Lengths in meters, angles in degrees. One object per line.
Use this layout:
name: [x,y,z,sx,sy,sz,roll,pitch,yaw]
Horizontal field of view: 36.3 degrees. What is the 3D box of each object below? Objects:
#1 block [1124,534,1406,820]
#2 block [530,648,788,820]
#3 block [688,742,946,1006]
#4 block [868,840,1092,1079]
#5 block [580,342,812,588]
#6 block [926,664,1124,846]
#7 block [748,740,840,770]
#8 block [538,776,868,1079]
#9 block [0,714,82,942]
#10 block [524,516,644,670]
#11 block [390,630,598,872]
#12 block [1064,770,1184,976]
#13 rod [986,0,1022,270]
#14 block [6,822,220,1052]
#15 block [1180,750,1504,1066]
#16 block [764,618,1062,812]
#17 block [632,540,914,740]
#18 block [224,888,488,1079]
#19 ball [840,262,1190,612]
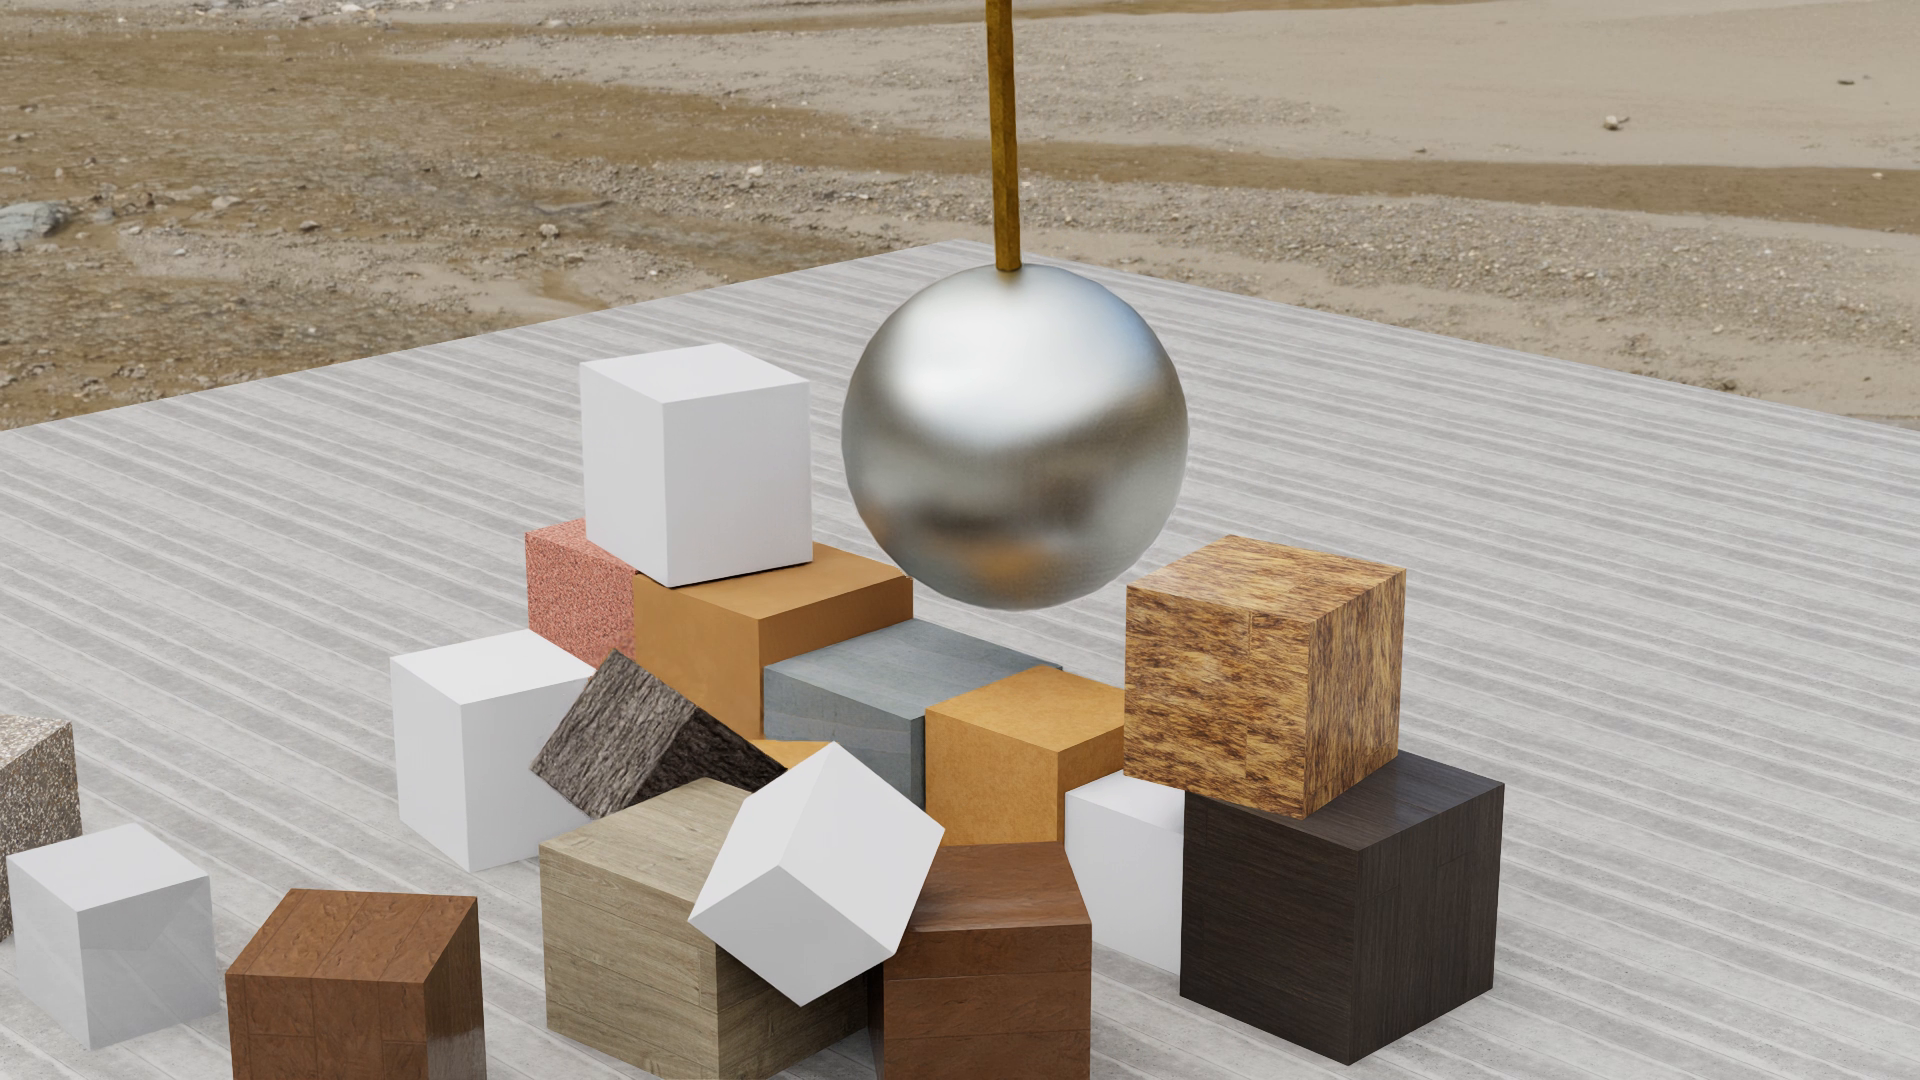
block: [1.260,0.546,12.128,0.837,0.829,0.844,12,21,33]
block: [-1.299,0.994,12.697,0.644,0.634,0.678,30,-8,44]
block: [-0.541,1.270,11.127,0.605,0.568,0.631,-35,22,42]
block: [0.061,1.723,11.553,0.794,0.786,0.794,-2,18,-6]
block: [-1.310,-0.389,14.534,0.797,0.917,0.920,-11,20,-30]
block: [0.400,1.150,13.271,0.786,0.847,0.788,16,23,40]
block: [-0.831,1.283,13.311,0.516,0.571,0.573,1,17,4]
block: [-1.007,1.595,11.905,0.988,0.817,0.940,14,22,38]
block: [-4.450,1.270,13.044,0.714,0.756,0.815,4,18,13]
block: [-1.570,0.459,15.125,0.949,1.055,0.889,-17,24,-42]
block: [-2.174,0.981,13.849,0.725,0.825,0.768,-12,21,-33]
block: [0.981,1.411,12.776,0.791,0.646,0.694,16,24,42]
rod: [0.109,-3.668,12.304,0.080,5.200,0.080,17,27,42]
block: [-3.505,1.629,12.138,0.566,0.613,0.710,-14,22,-37]
block: [1.581,1.454,12.169,0.986,0.928,0.886,-17,24,-42]
block: [-0.221,0.976,13.906,0.991,0.800,1.001,17,24,42]
block: [-0.915,0.661,14.515,1.010,1.035,0.928,-17,24,-42]
block: [-2.265,1.858,11.090,0.738,0.805,0.756,2,18,6]
ball: [0.252,-0.473,13.457,1.600,1.600,1.600,0,17,0]
